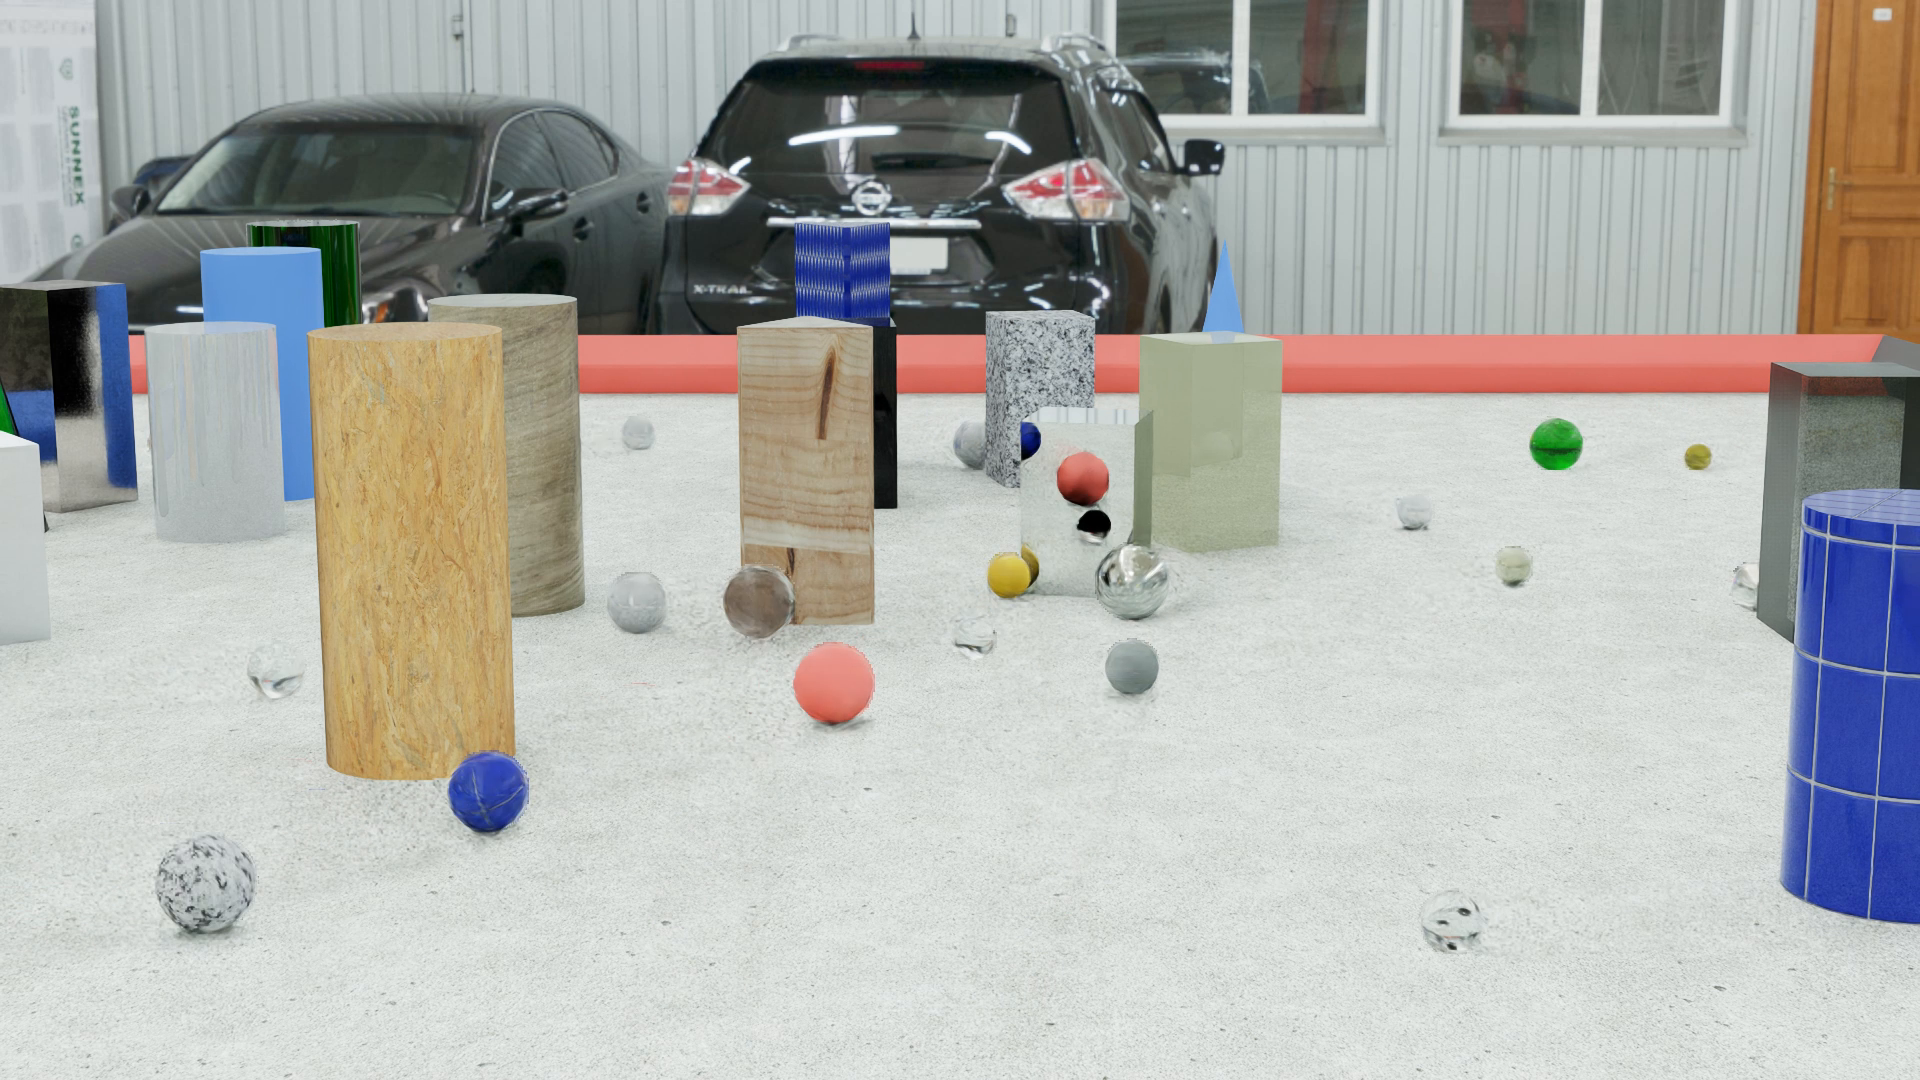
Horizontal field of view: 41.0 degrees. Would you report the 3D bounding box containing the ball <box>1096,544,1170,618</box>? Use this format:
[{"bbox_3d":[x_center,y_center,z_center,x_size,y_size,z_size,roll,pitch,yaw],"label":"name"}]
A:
[{"bbox_3d":[0.231,0.055,3.418,0.099,0.099,0.099,0,10,0],"label":"ball"}]

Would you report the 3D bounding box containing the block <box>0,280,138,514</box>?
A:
[{"bbox_3d":[-1.504,-0.244,4.296,0.159,0.367,0.159,7,12,32],"label":"block"}]

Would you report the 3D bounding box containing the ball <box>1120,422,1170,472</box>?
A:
[{"bbox_3d":[0.337,-0.170,4.657,0.091,0.091,0.091,0,10,0],"label":"ball"}]

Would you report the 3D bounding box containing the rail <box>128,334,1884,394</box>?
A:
[{"bbox_3d":[-0.013,-0.392,5.744,4.184,0.129,0.045,0,10,0],"label":"rail"}]

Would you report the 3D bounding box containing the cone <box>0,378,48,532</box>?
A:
[{"bbox_3d":[-1.543,-0.224,4.012,0.198,0.431,0.198,0,10,0],"label":"cone"}]

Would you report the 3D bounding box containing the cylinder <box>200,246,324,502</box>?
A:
[{"bbox_3d":[-1.186,-0.286,4.390,0.198,0.416,0.198,0,10,0],"label":"cylinder"}]

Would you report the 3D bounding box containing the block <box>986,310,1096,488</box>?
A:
[{"bbox_3d":[0.141,-0.252,4.543,0.159,0.293,0.159,-2,11,-12],"label":"block"}]

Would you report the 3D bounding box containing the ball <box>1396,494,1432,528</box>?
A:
[{"bbox_3d":[0.724,-0.046,4.082,0.056,0.056,0.056,0,10,0],"label":"ball"}]

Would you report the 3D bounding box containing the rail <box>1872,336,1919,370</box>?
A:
[{"bbox_3d":[2.068,0.031,3.460,0.045,0.129,4.717,0,10,0],"label":"rail"}]

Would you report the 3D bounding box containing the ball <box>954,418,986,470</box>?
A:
[{"bbox_3d":[0.035,-0.176,4.679,0.095,0.095,0.095,0,10,0],"label":"ball"}]

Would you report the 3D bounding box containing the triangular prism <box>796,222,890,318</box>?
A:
[{"bbox_3d":[-0.191,-0.359,4.712,0.149,0.442,0.172,-7,13,-35],"label":"triangular prism"}]

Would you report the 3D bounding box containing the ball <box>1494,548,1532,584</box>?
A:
[{"bbox_3d":[0.786,0.037,3.645,0.052,0.052,0.052,0,10,0],"label":"ball"}]

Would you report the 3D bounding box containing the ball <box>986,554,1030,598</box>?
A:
[{"bbox_3d":[0.067,0.050,3.548,0.061,0.061,0.061,0,10,0],"label":"ball"}]

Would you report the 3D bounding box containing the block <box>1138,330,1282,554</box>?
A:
[{"bbox_3d":[0.383,-0.154,3.953,0.159,0.316,0.159,-5,12,-25],"label":"block"}]

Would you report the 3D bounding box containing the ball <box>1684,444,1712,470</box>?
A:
[{"bbox_3d":[1.343,-0.151,4.669,0.050,0.050,0.050,0,10,0],"label":"ball"}]

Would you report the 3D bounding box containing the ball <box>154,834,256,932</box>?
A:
[{"bbox_3d":[-0.642,0.292,2.184,0.083,0.083,0.083,0,10,0],"label":"ball"}]

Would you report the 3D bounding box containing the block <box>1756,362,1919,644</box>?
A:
[{"bbox_3d":[1.142,-0.050,3.317,0.159,0.343,0.159,0,10,1],"label":"block"}]

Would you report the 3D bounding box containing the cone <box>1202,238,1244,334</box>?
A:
[{"bbox_3d":[0.440,-0.284,4.306,0.198,0.443,0.198,0,10,0],"label":"cone"}]

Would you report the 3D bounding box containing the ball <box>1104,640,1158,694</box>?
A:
[{"bbox_3d":[0.201,0.150,3.005,0.063,0.063,0.063,0,10,0],"label":"ball"}]

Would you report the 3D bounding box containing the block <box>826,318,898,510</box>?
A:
[{"bbox_3d":[-0.190,-0.215,4.313,0.159,0.304,0.159,-1,11,-5],"label":"block"}]

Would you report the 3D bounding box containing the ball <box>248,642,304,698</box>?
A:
[{"bbox_3d":[-0.797,0.152,2.987,0.065,0.065,0.065,0,10,0],"label":"ball"}]

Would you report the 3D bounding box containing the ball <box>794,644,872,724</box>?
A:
[{"bbox_3d":[-0.142,0.161,2.873,0.089,0.089,0.089,0,10,0],"label":"ball"}]

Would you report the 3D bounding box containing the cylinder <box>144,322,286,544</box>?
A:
[{"bbox_3d":[-1.168,-0.172,4.027,0.198,0.323,0.198,0,10,0],"label":"cylinder"}]

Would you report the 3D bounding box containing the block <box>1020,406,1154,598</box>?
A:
[{"bbox_3d":[0.180,-0.055,3.616,0.159,0.243,0.159,3,11,13],"label":"block"}]

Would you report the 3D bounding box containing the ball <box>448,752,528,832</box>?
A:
[{"bbox_3d":[-0.455,0.242,2.470,0.076,0.076,0.076,0,10,0],"label":"ball"}]

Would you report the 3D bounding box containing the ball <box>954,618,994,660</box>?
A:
[{"bbox_3d":[0.017,0.123,3.180,0.052,0.052,0.052,0,10,0],"label":"ball"}]

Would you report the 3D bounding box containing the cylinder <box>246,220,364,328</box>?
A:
[{"bbox_3d":[-1.185,-0.352,4.664,0.198,0.446,0.198,0,10,0],"label":"cylinder"}]

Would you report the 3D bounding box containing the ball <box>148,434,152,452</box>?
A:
[{"bbox_3d":[-1.476,-0.183,4.780,0.072,0.072,0.072,0,10,0],"label":"ball"}]

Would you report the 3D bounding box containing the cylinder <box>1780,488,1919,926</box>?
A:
[{"bbox_3d":[0.837,0.142,2.265,0.198,0.347,0.198,0,10,0],"label":"cylinder"}]

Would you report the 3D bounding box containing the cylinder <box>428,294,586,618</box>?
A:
[{"bbox_3d":[-0.615,-0.118,3.483,0.198,0.415,0.198,0,10,0],"label":"cylinder"}]

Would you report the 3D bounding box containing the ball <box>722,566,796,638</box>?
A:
[{"bbox_3d":[-0.258,0.079,3.301,0.094,0.094,0.094,0,10,0],"label":"ball"}]

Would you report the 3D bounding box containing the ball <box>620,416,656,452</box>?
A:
[{"bbox_3d":[-0.615,-0.203,4.904,0.066,0.066,0.066,0,10,0],"label":"ball"}]

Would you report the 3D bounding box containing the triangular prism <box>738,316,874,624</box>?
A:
[{"bbox_3d":[-0.203,-0.095,3.424,0.172,0.393,0.149,0,10,-2],"label":"triangular prism"}]

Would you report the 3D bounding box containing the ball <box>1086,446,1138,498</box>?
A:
[{"bbox_3d":[0.259,-0.115,4.368,0.088,0.088,0.088,0,10,0],"label":"ball"}]

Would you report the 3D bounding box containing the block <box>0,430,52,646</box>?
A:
[{"bbox_3d":[-1.279,0.000,3.291,0.159,0.253,0.159,-8,13,-37],"label":"block"}]

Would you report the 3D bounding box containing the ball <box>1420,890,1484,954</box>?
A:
[{"bbox_3d":[0.409,0.317,2.131,0.051,0.051,0.051,0,10,0],"label":"ball"}]

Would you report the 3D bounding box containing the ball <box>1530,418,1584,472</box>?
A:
[{"bbox_3d":[1.083,-0.173,4.661,0.096,0.096,0.096,0,10,0],"label":"ball"}]

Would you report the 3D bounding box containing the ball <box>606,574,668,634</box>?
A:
[{"bbox_3d":[-0.419,0.083,3.326,0.078,0.078,0.078,0,10,0],"label":"ball"}]

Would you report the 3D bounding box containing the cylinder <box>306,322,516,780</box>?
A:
[{"bbox_3d":[-0.575,0.007,2.702,0.198,0.454,0.198,0,10,0],"label":"cylinder"}]

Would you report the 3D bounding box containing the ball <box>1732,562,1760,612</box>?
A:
[{"bbox_3d":[1.074,0.064,3.454,0.068,0.068,0.068,0,10,0],"label":"ball"}]
